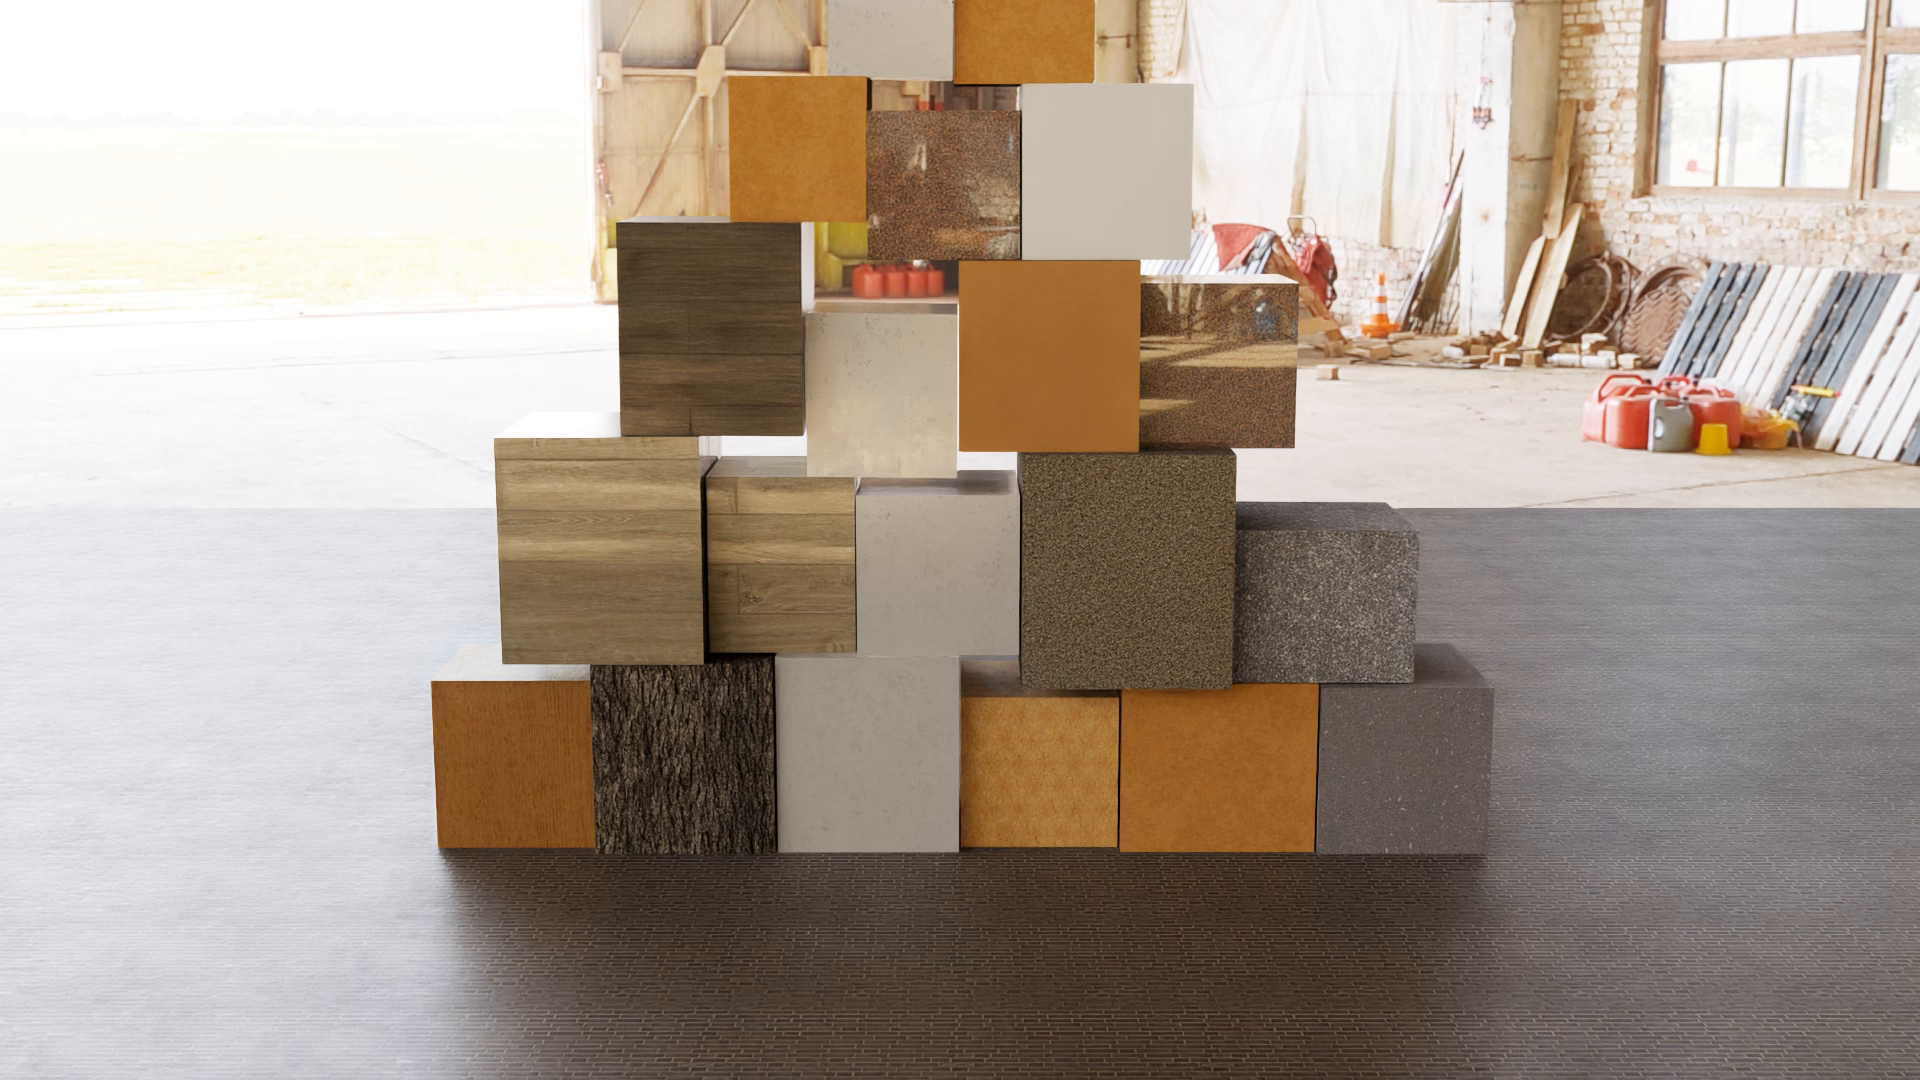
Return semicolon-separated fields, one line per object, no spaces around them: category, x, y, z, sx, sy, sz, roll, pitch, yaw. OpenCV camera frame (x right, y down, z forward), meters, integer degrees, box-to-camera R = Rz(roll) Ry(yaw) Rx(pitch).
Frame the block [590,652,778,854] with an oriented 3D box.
block;-1.368;1.000;11.349;0.896;0.973;0.968;0;10;0

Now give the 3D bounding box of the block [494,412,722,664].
block;-1.748;-0.030;11.157;0.987;1.122;0.997;0;10;0

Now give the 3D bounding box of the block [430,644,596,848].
block;-2.226;1.050;11.379;0.800;0.863;0.805;0;10;0

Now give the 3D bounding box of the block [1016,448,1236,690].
block;0.814;0.064;11.175;1.026;1.154;1.095;0;10;0

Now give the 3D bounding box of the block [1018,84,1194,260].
block;0.702;-1.820;10.854;0.811;0.830;0.762;0;10;0

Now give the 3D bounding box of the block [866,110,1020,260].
block;-0.078;-1.755;10.845;0.731;0.705;0.703;0;10;0

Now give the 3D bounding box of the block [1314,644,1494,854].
block;2.203;1.059;11.356;0.847;0.853;0.973;0;10;0

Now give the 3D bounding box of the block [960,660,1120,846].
block;0.398;1.094;11.386;0.786;0.774;0.785;0;10;0

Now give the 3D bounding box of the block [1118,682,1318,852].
block;1.285;1.052;11.373;0.968;0.861;0.931;0;10;0

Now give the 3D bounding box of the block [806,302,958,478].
block;-0.377;-0.765;11.047;0.733;0.799;0.753;1;10;0

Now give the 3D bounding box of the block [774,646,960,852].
block;-0.457;0.987;11.352;0.905;0.997;0.929;0;10;0

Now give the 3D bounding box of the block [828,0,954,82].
block;-0.328;-2.561;10.704;0.590;0.617;0.664;1;10;0

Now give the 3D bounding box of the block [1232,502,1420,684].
block;1.792;0.251;11.236;0.904;0.764;0.872;0;10;0

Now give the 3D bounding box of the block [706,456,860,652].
block;-0.881;0.059;11.203;0.727;0.882;0.738;0;10;0

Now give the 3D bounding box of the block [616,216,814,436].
block;-1.196;-1.084;10.966;0.881;1.021;0.898;0;10;0

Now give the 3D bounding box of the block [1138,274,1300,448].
block;1.256;-0.906;11.029;0.764;0.806;0.693;0;10;0

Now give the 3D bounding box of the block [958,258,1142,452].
block;0.429;-0.959;11.009;0.870;0.919;0.902;0;10;0

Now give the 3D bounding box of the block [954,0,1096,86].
block;0.305;-2.518;10.705;0.670;0.596;0.590;0;10;0

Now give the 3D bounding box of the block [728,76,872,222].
block;-0.773;-1.924;10.827;0.657;0.687;0.671;0;10;0

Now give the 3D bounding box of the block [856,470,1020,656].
block;-0.108;0.100;11.208;0.799;0.800;0.846;0;10;0
